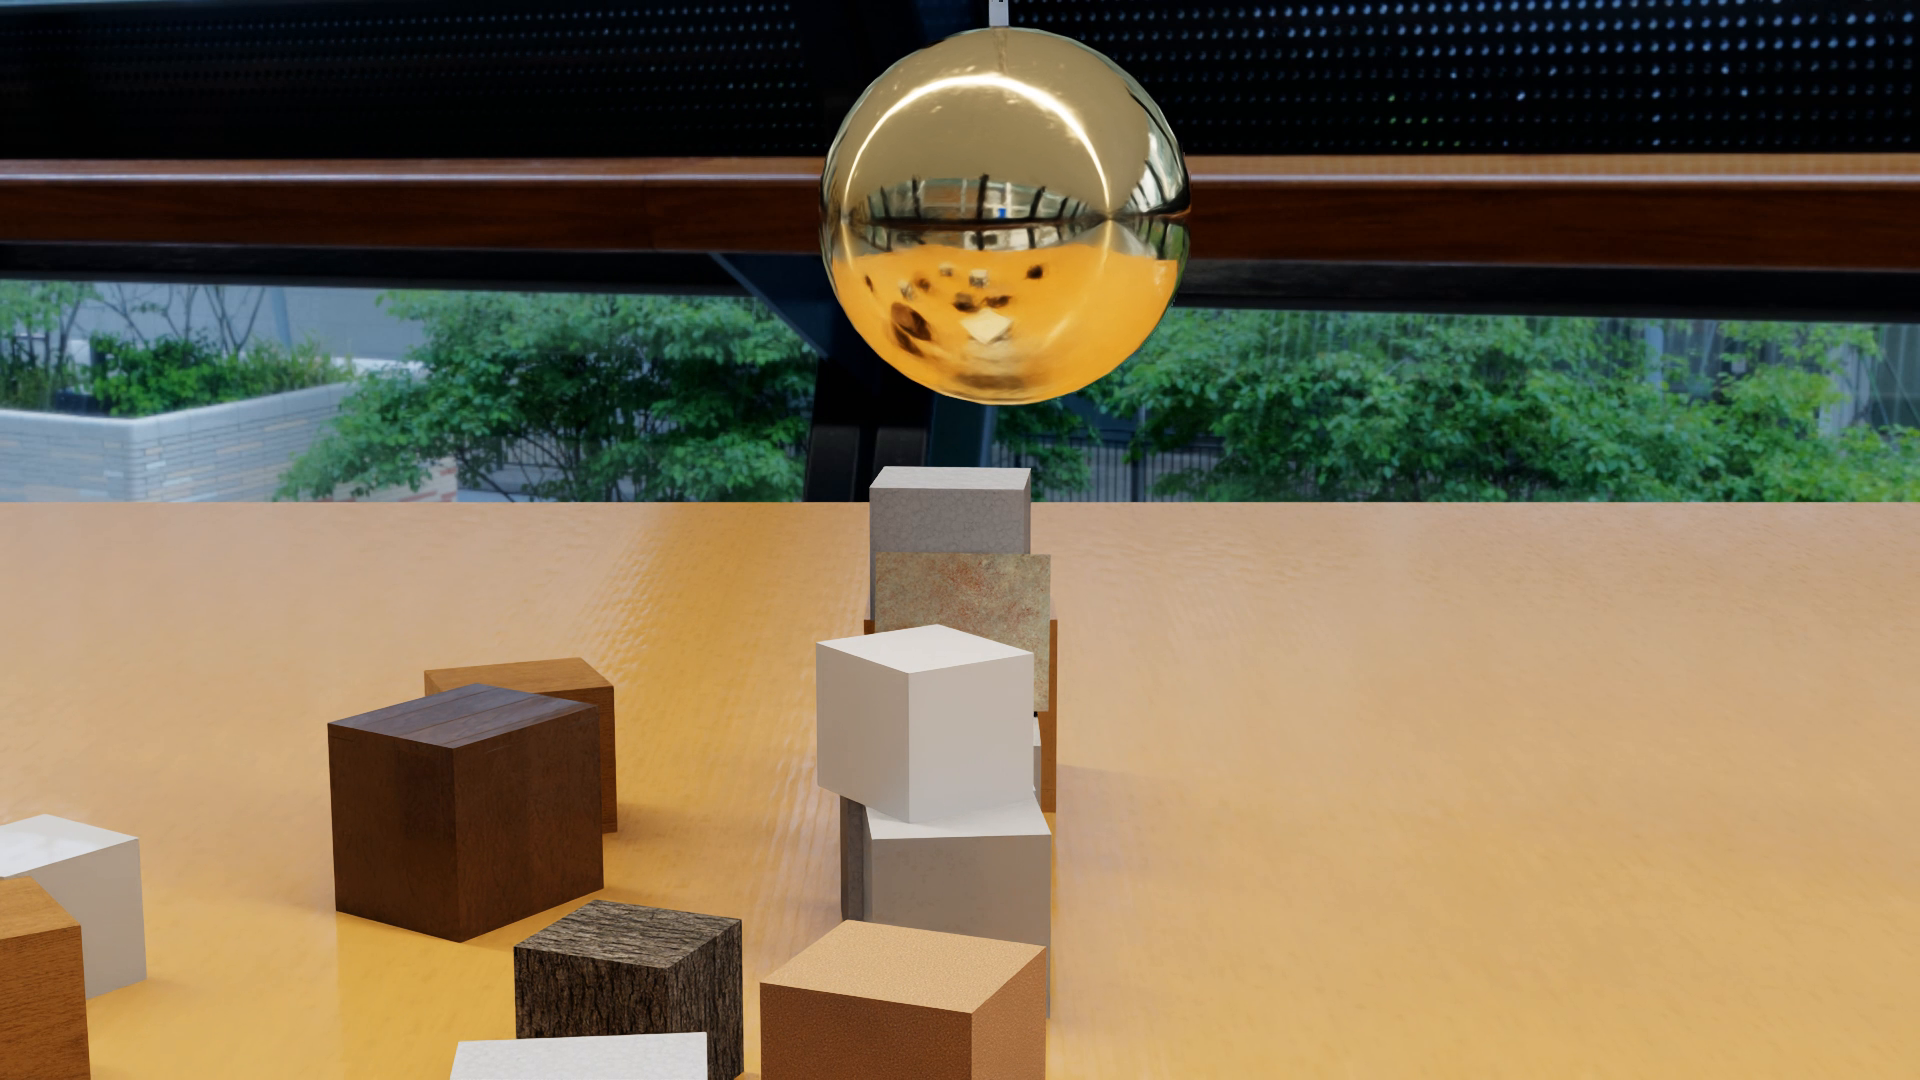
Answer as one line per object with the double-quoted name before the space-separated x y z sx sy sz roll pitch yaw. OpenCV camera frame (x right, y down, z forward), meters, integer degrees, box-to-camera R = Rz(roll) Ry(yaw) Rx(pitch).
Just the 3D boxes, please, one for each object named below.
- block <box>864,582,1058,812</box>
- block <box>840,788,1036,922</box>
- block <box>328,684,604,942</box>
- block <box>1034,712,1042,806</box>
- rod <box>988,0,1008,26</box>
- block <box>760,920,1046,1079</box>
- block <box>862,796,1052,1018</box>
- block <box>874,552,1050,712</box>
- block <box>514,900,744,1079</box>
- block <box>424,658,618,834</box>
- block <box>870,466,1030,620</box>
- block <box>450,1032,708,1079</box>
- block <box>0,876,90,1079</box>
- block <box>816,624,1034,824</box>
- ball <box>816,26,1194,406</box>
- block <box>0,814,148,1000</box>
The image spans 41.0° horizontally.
"block" 0.003 0.764 12.710 0.920 0.949 0.903 0 10 0
"block" -0.103 1.282 10.570 0.750 0.695 0.695 -1 10 -5
"block" -2.104 1.144 10.978 0.735 0.822 0.870 7 12 34
"block" -0.004 1.155 11.283 0.697 0.691 0.659 0 10 0
"rod" 0.082 -4.718 10.323 0.080 5.200 0.080 -2 10 0
"block" -0.176 1.699 8.405 0.729 0.650 0.665 4 11 22
"block" -0.023 1.393 9.893 0.668 0.720 0.671 -1 10 -5
"block" 0.021 0.413 11.717 0.777 0.696 0.659 1 -1 2
"block" -1.148 1.641 8.956 0.594 0.566 0.549 4 11 22
"block" -2.079 0.995 12.121 0.758 0.705 0.646 -4 11 -22
"block" -0.038 0.014 12.397 0.726 0.639 0.658 1 10 4
"block" -1.075 1.877 7.277 0.725 0.703 0.730 -1 10 -6
"block" -3.453 1.618 8.799 0.722 0.669 0.652 -7 12 -33
"block" -0.141 0.705 10.036 0.584 0.582 0.648 -7 13 -35
"ball" 0.190 -1.375 10.930 1.600 1.600 1.600 0 10 0
"block" -3.604 1.456 9.947 0.582 0.576 0.602 7 12 34
